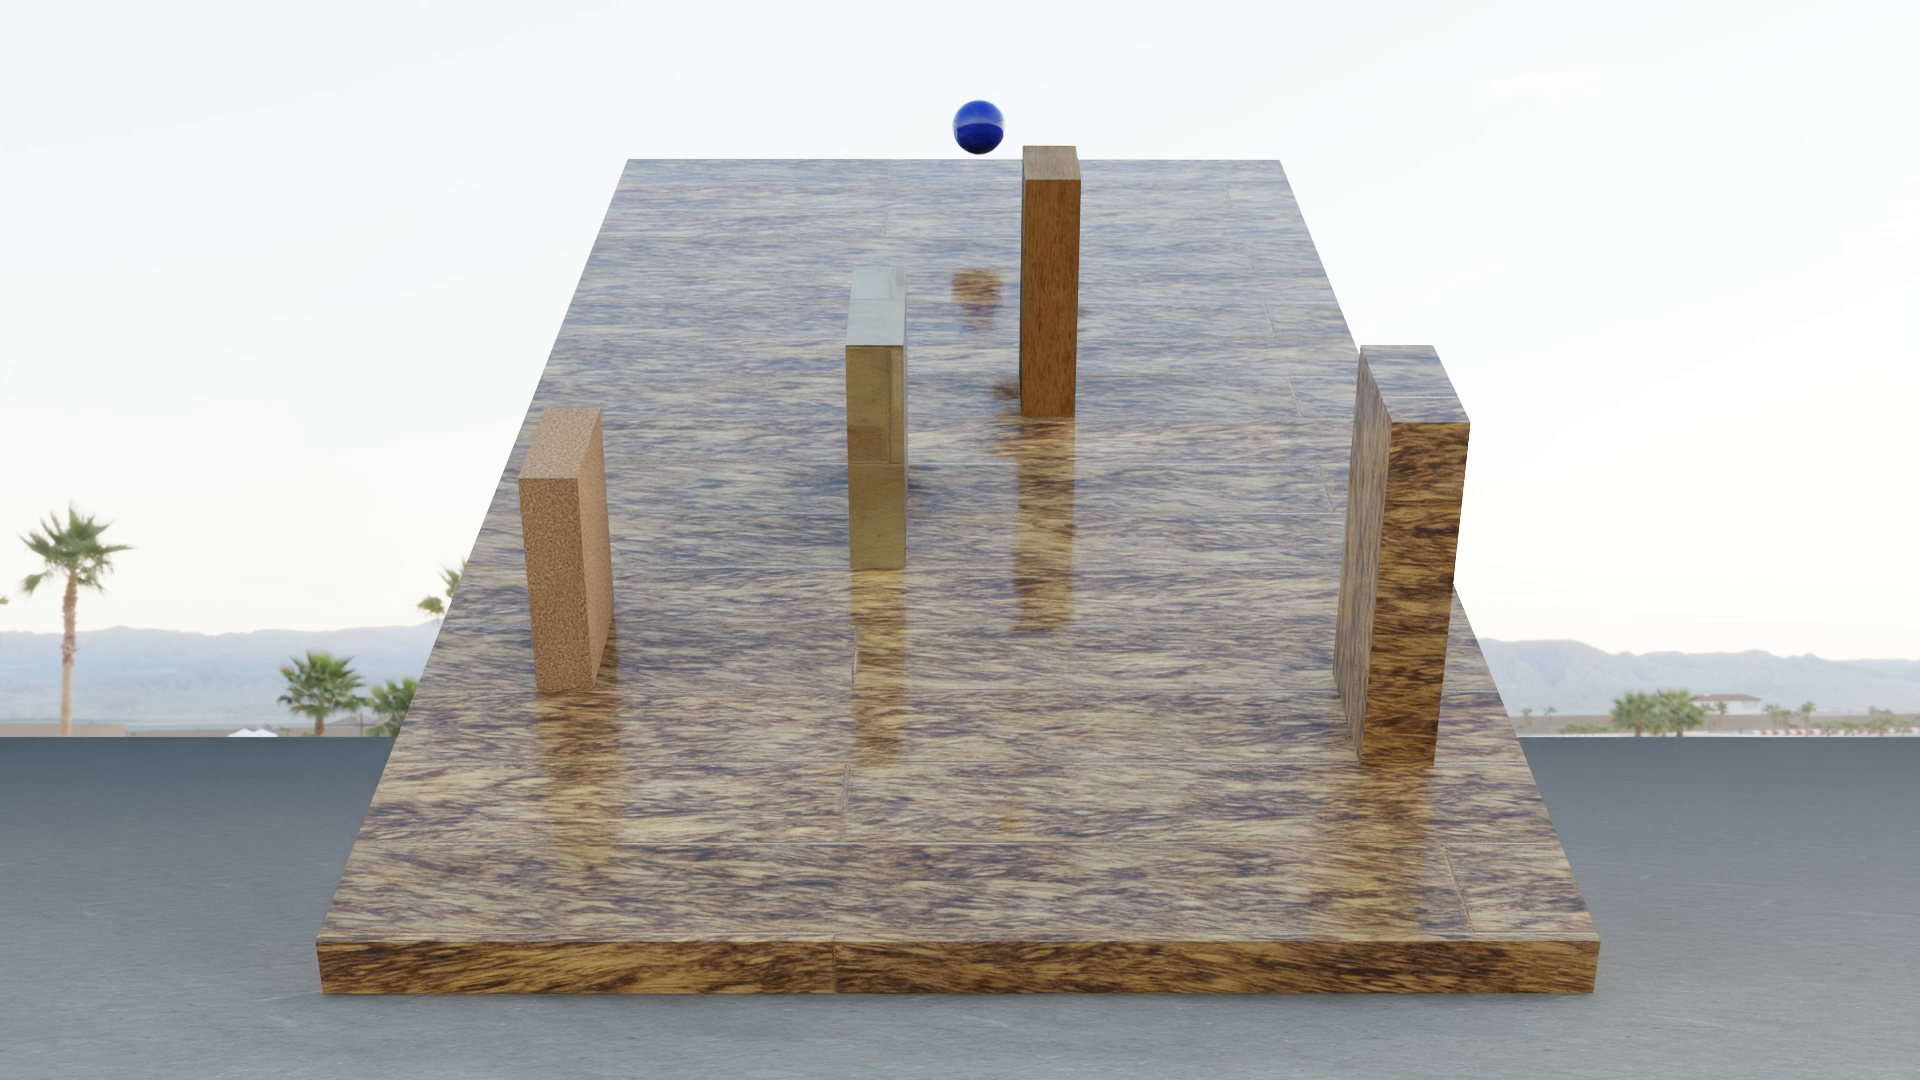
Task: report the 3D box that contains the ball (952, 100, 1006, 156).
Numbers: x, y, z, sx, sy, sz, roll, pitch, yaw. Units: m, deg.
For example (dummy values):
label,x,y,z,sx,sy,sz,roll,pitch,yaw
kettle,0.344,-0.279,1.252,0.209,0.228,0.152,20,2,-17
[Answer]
label,x,y,z,sx,sy,sz,roll,pitch,yaw
ball,0.054,-1.180,6.765,0.157,0.157,0.157,0,-5,0

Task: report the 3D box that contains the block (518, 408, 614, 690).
label,x,y,z,sx,sy,sz,roll,pitch,yaw
block,-0.730,0.014,4.415,0.104,0.431,0.312,0,27,0

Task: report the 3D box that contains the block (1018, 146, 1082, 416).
label,x,y,z,sx,sy,sz,roll,pitch,yaw
block,0.206,-0.600,5.485,0.124,0.573,0.254,0,27,0

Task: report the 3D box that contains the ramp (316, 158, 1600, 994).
label,x,y,z,sx,sy,sz,roll,pitch,yaw
ramp,-0.010,-0.227,5.491,2.000,0.100,4.000,0,27,0

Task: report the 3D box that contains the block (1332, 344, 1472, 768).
label,x,y,z,sx,sy,sz,roll,pitch,yaw
block,0.764,0.029,4.138,0.128,0.660,0.337,0,27,0

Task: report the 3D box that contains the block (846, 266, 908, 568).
label,x,y,z,sx,sy,sz,roll,pitch,yaw
block,-0.168,-0.260,4.903,0.112,0.486,0.445,0,27,0
